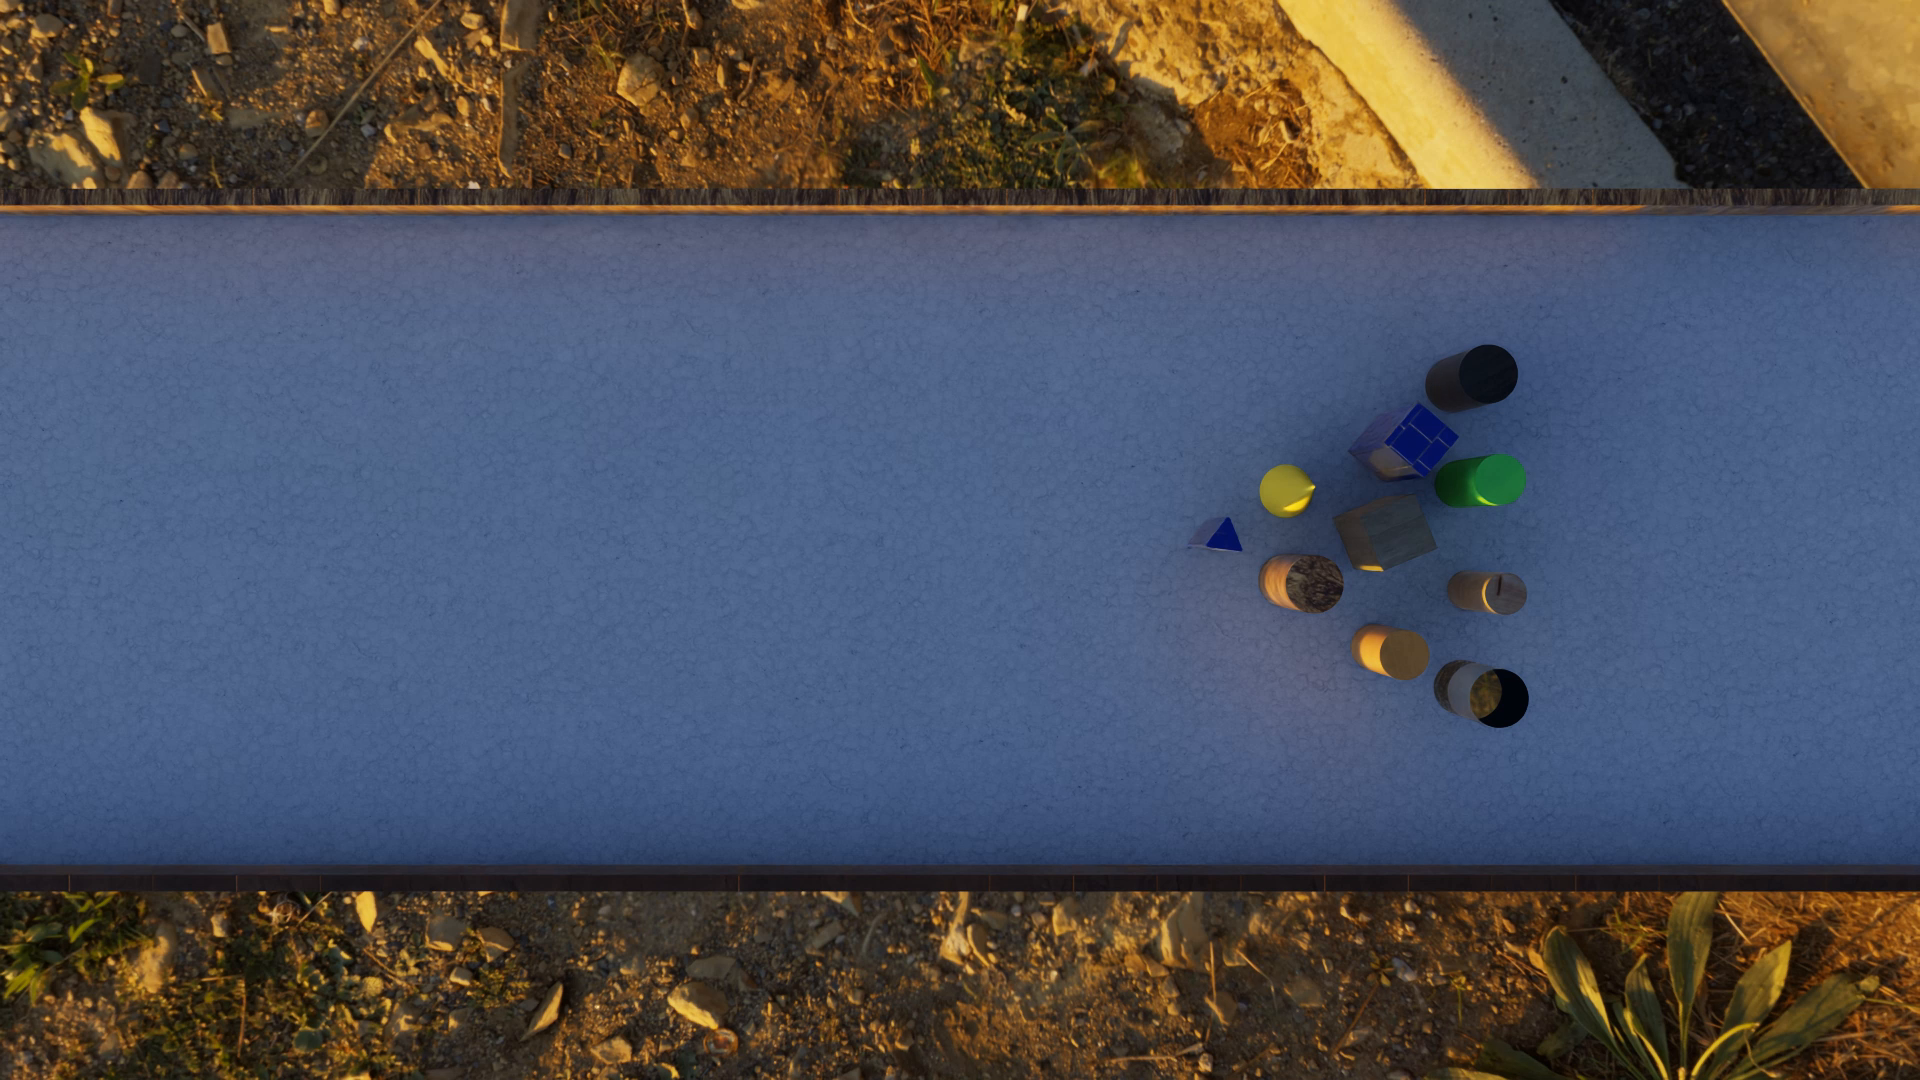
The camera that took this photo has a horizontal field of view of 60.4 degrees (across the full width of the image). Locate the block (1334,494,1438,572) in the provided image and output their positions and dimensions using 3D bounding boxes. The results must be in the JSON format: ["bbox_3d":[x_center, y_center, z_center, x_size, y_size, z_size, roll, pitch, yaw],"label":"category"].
[{"bbox_3d":[1.258,-0.022,4.902,0.171,0.350,0.171,-23,90,0],"label":"block"}]

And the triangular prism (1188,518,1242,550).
[{"bbox_3d":[0.756,-0.021,4.878,0.103,0.396,0.089,8,90,0],"label":"triangular prism"}]

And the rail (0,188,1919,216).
[{"bbox_3d":[-2.247,-1.025,5.002,12.000,0.150,0.050,0,90,0],"label":"rail"}]

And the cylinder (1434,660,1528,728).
[{"bbox_3d":[1.543,0.453,4.897,0.170,0.359,0.170,0,90,0],"label":"cylinder"}]

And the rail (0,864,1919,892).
[{"bbox_3d":[-2.247,1.025,5.001,12.000,0.150,0.050,0,90,0],"label":"rail"}]

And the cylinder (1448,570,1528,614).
[{"bbox_3d":[1.560,0.154,4.893,0.121,0.366,0.121,0,90,0],"label":"cylinder"}]

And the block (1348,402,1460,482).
[{"bbox_3d":[1.298,-0.282,4.857,0.150,0.440,0.150,41,90,0],"label":"block"}]

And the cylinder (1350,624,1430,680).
[{"bbox_3d":[1.275,0.330,4.903,0.144,0.348,0.144,0,90,0],"label":"cylinder"}]

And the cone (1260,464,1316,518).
[{"bbox_3d":[1.004,-0.150,4.870,0.165,0.413,0.165,0,90,0],"label":"cone"}]

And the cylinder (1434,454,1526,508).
[{"bbox_3d":[1.534,-0.172,4.878,0.146,0.397,0.146,0,90,0],"label":"cylinder"}]

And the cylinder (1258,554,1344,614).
[{"bbox_3d":[1.000,0.125,4.863,0.165,0.427,0.165,0,90,0],"label":"cylinder"}]

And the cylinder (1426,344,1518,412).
[{"bbox_3d":[1.517,-0.476,4.905,0.170,0.343,0.170,0,90,0],"label":"cylinder"}]
